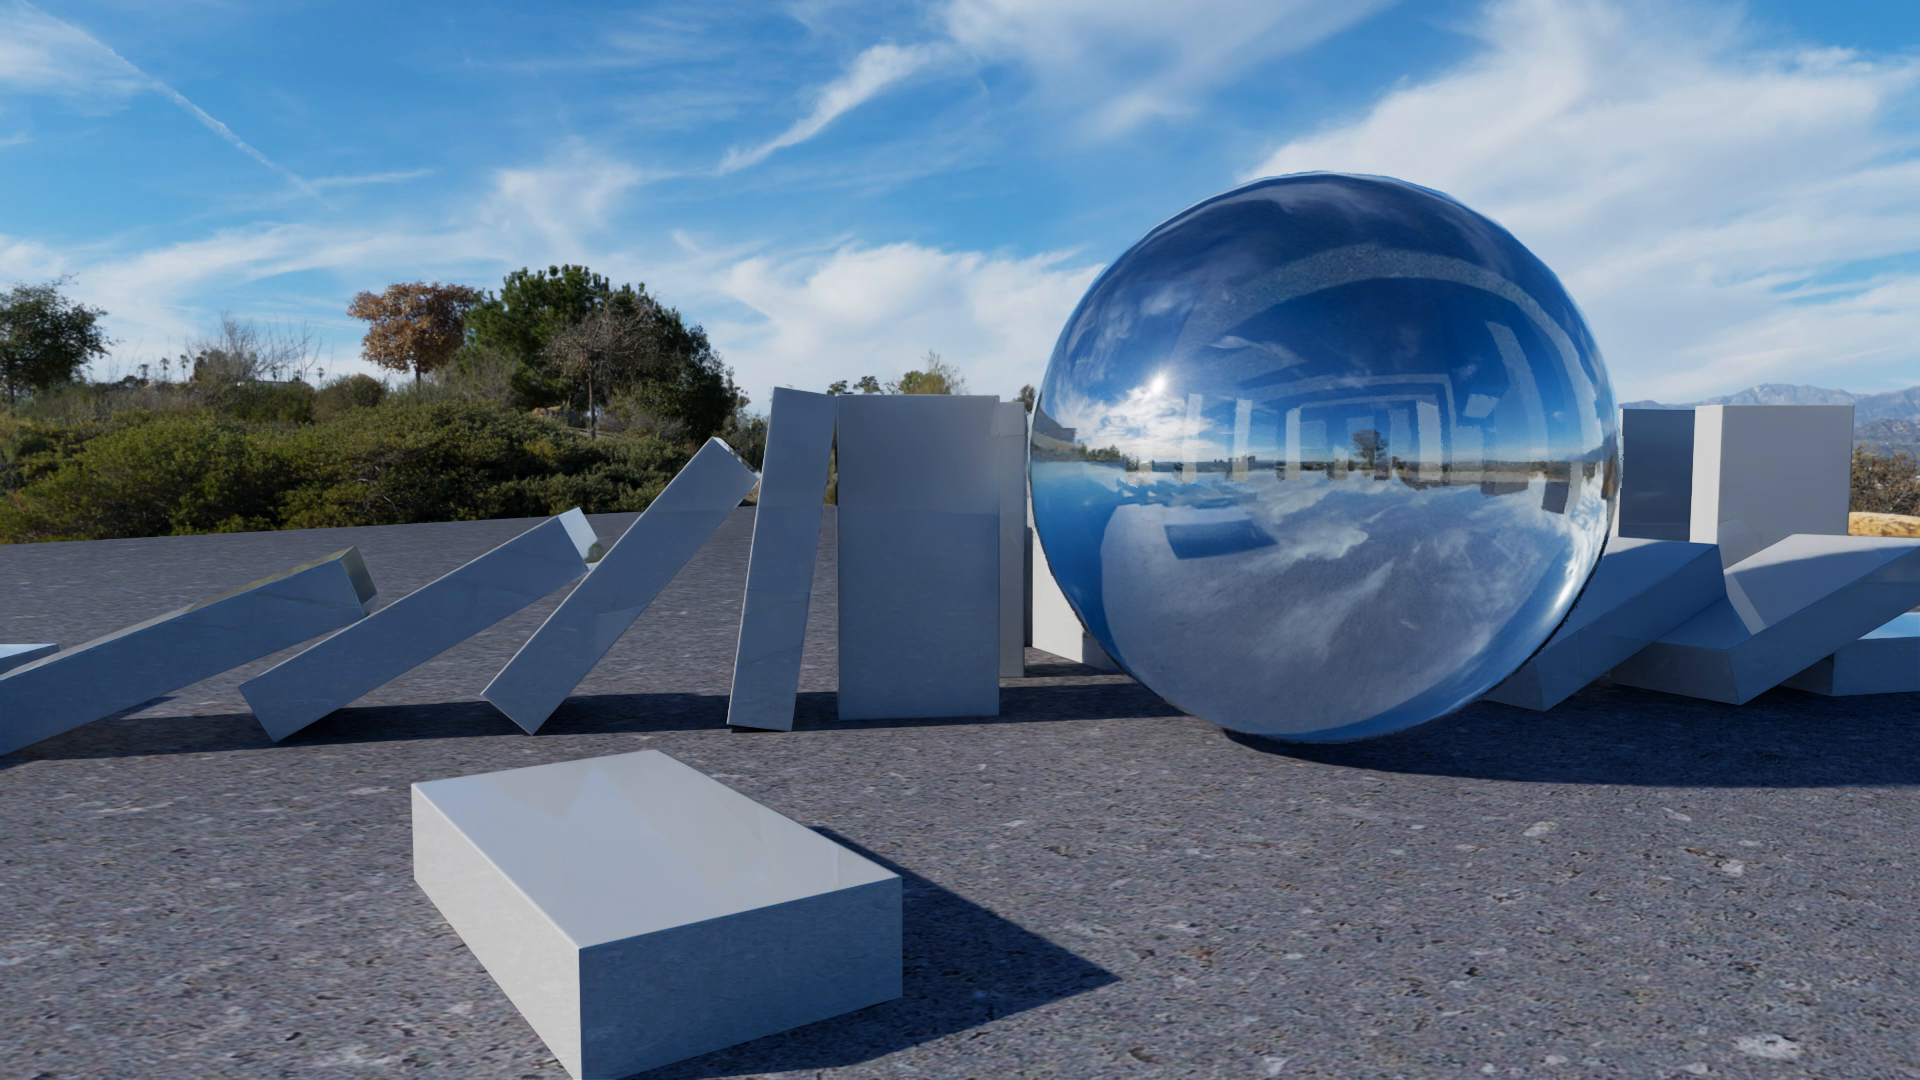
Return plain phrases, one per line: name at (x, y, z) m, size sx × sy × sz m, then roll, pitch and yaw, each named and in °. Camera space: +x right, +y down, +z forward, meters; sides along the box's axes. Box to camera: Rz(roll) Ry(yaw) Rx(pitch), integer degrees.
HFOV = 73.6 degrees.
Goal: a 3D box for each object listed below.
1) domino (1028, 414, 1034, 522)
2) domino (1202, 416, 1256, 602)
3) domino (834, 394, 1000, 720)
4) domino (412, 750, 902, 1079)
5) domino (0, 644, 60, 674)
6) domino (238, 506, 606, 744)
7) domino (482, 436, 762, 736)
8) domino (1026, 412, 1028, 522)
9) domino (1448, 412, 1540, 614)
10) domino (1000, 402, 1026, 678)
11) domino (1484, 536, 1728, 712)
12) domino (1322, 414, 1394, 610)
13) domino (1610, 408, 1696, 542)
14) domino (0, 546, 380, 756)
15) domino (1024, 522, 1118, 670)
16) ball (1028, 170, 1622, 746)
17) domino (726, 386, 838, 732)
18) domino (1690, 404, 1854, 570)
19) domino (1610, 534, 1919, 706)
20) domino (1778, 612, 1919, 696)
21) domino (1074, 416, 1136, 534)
domino at (0.013, -0.008, 0.341) m, size 0.025 × 0.050 × 0.010 m, roll 2°, pitch 5°, yaw 28°
domino at (0.075, -0.009, 0.358) m, size 0.009 × 0.050 × 0.025 m, roll 2°, pitch 5°, yaw 22°
domino at (-0.007, 0.002, 0.202) m, size 0.025 × 0.050 × 0.009 m, roll -1°, pitch 4°, yaw -8°
domino at (-0.029, 0.029, 0.112) m, size 0.025 × 0.010 × 0.050 m, roll -3°, pitch 5°, yaw -35°
domino at (-0.160, 0.024, 0.187) m, size 0.025 × 0.010 × 0.050 m, roll 0°, pitch 4°, yaw -5°
domino at (-0.080, 0.012, 0.196) m, size 0.050 × 0.010 × 0.025 m, roll -29°, pitch 8°, yaw -6°
domino at (-0.051, 0.006, 0.200) m, size 0.010 × 0.050 × 0.025 m, roll 42°, pitch -2°, yaw -9°
domino at (0.003, -0.005, 0.307) m, size 0.025 × 0.050 × 0.010 m, roll 1°, pitch 4°, yaw 10°
domino at (0.132, -0.006, 0.316) m, size 0.025 × 0.050 × 0.010 m, roll -4°, pitch 6°, yaw -41°
domino at (-0.001, 0.000, 0.236) m, size 0.025 × 0.050 × 0.010 m, roll 0°, pitch 4°, yaw -1°
domino at (0.107, 0.013, 0.224) m, size 0.050 × 0.009 × 0.025 m, roll -23°, pitch 14°, yaw -25°
domino at (0.106, -0.008, 0.341) m, size 0.010 × 0.050 × 0.025 m, roll 3°, pitch 5°, yaw 36°
domino at (0.152, -0.004, 0.287) m, size 0.025 × 0.050 × 0.010 m, roll -2°, pitch 5°, yaw -25°
domino at (-0.114, 0.015, 0.190) m, size 0.050 × 0.009 × 0.025 m, roll -23°, pitch 11°, yaw -17°
domino at (0.022, 0.010, 0.266) m, size 0.010 × 0.025 × 0.050 m, roll -2°, pitch 5°, yaw -23°
ball at (0.050, -0.011, 0.183) m, size 0.080 × 0.080 × 0.080 m, roll 0°, pitch 4°, yaw 0°
domino at (-0.028, 0.002, 0.200) m, size 0.009 × 0.050 × 0.025 m, roll 8°, pitch 3°, yaw -8°
domino at (0.159, -0.001, 0.253) m, size 0.025 × 0.050 × 0.010 m, roll 0°, pitch 4°, yaw 2°
domino at (0.141, 0.013, 0.224) m, size 0.050 × 0.009 × 0.025 m, roll -22°, pitch 9°, yaw -18°
domino at (0.168, 0.020, 0.234) m, size 0.050 × 0.010 × 0.025 m, roll -1°, pitch 4°, yaw -14°
domino at (0.040, -0.010, 0.362) m, size 0.009 × 0.050 × 0.025 m, roll -1°, pitch 4°, yaw -13°
